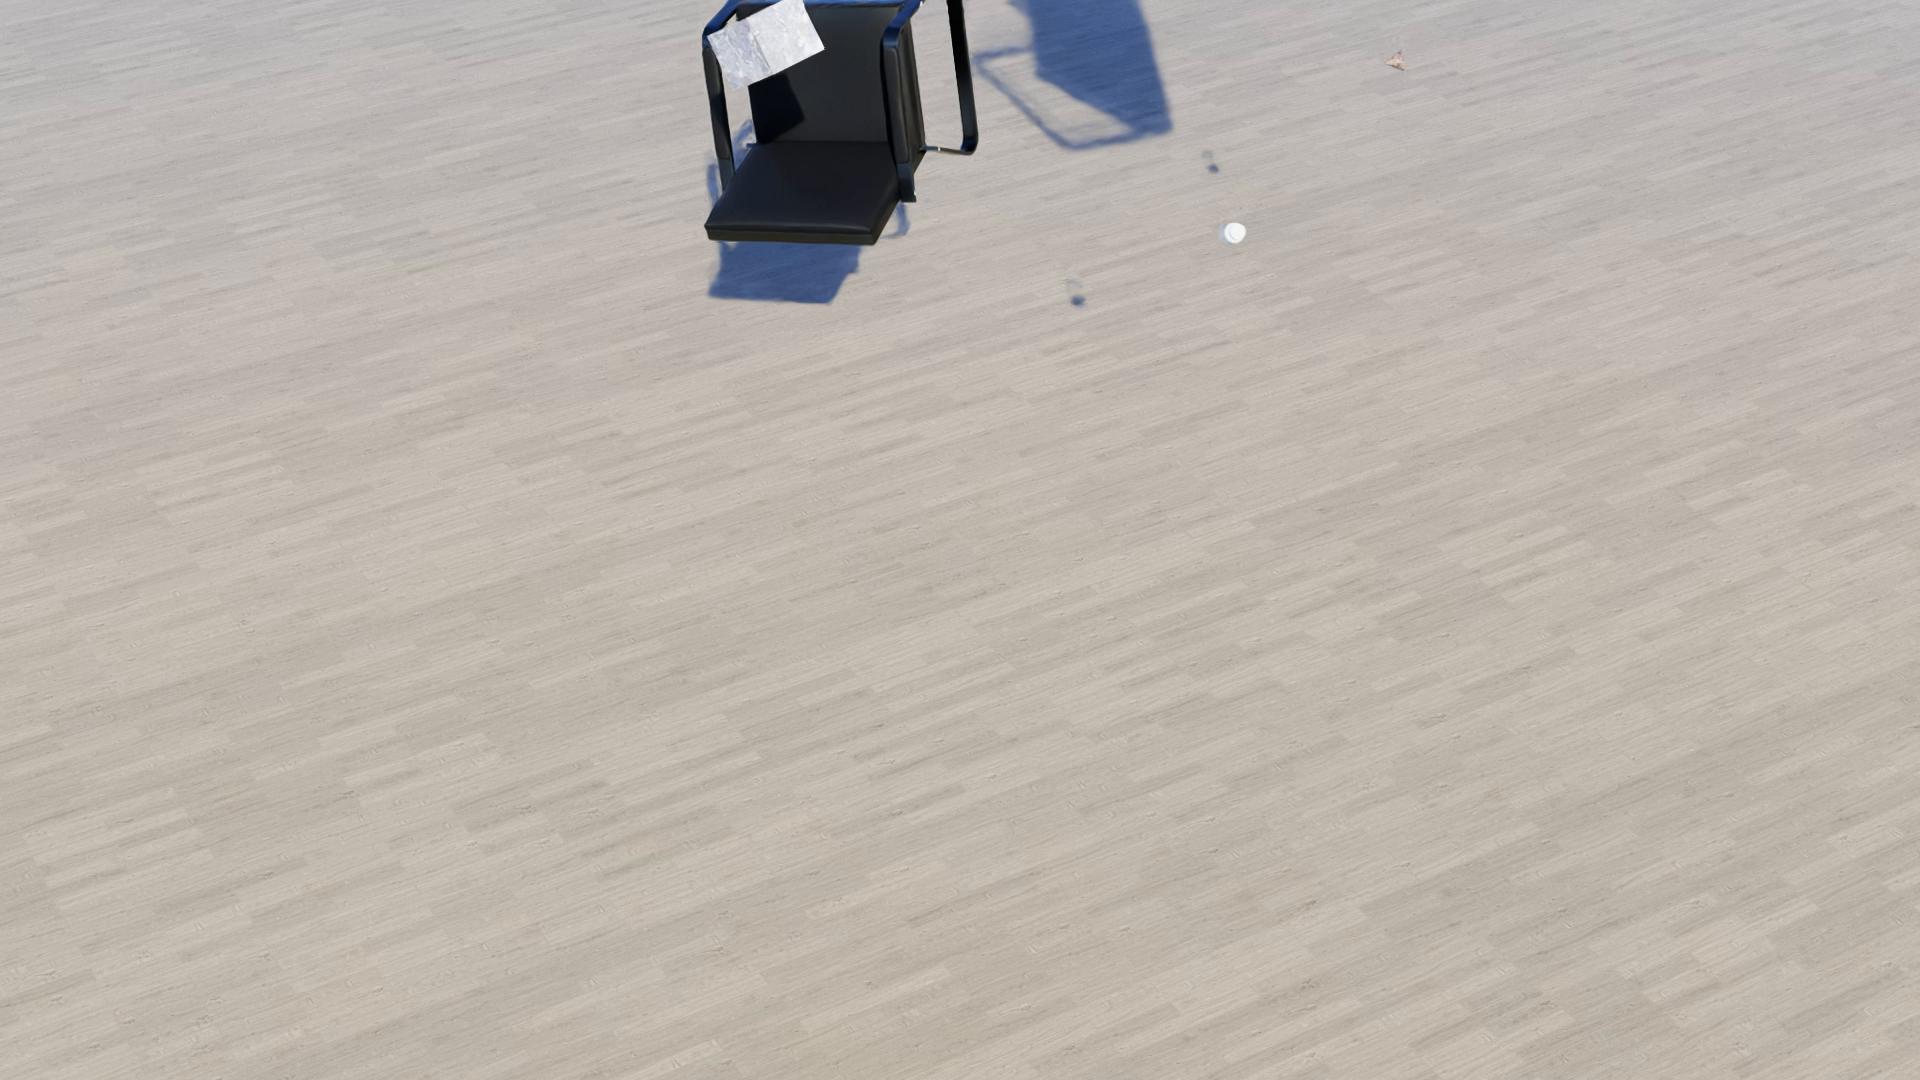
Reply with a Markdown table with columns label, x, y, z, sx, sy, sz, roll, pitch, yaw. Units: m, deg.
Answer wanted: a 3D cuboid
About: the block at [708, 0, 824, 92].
| label | x | y | z | sx | sy | sz | roll | pitch | yaw |
| --- | --- | --- | --- | --- | --- | --- | --- | --- | --- |
| block | -0.519 | -1.325 | 7.813 | 0.173 | 0.161 | 0.239 | -32 | 13 | -28 |
